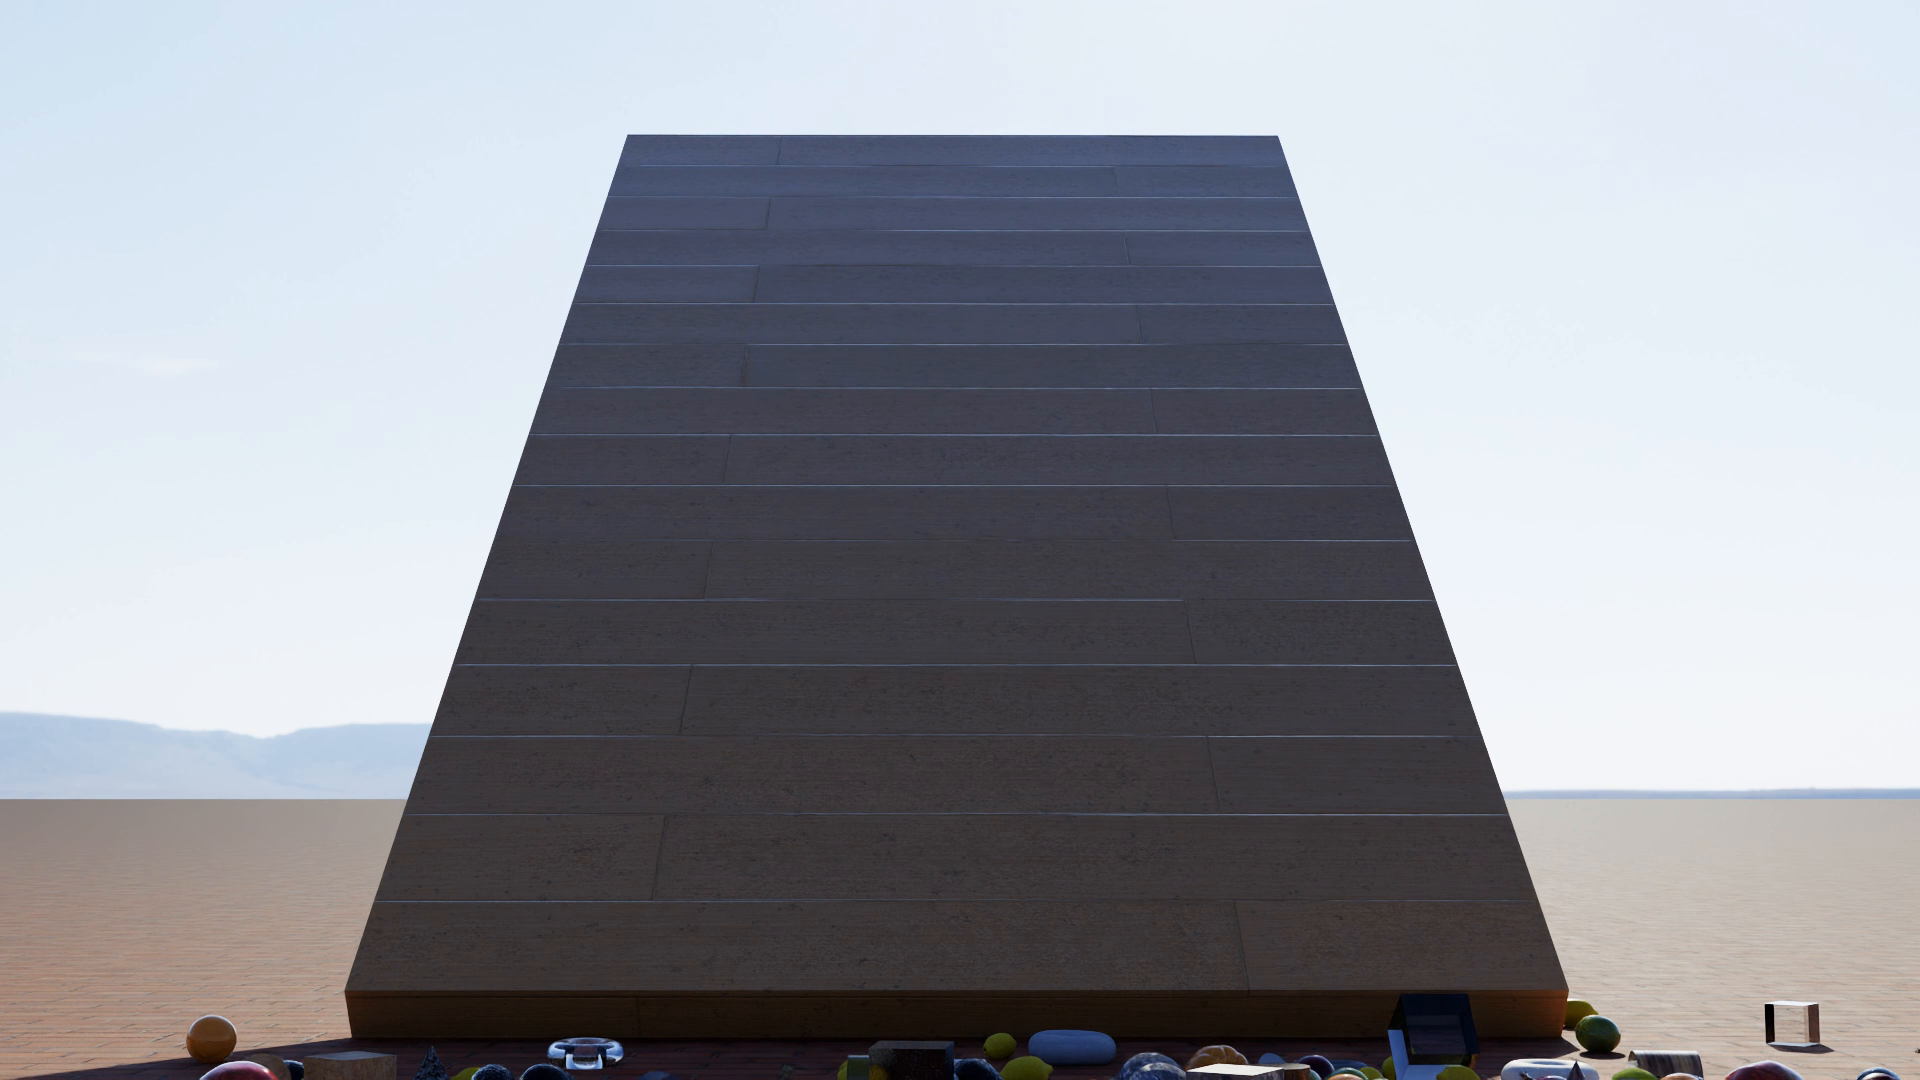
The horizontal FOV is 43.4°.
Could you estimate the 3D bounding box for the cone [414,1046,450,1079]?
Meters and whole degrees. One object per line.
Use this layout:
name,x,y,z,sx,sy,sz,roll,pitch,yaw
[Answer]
cone,-0.712,0.712,3.247,0.065,0.065,0.065,0,-6,0

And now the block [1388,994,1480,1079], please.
block,0.645,0.683,3.284,0.093,0.093,0.093,0,-42,-5

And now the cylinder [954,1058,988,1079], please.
cylinder,0.005,0.707,3.157,0.055,0.055,0.055,1,-6,-10

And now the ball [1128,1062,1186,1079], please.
ball,0.233,0.653,2.804,0.089,0.089,0.089,0,-6,0

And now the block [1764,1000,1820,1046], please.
block,1.342,0.779,3.887,0.064,0.064,0.064,-5,-8,40

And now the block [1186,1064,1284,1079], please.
block,0.317,0.653,2.776,0.084,0.084,0.084,-4,-7,31

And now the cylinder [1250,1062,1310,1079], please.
cylinder,0.388,0.673,2.916,0.073,0.073,0.073,0,-6,0

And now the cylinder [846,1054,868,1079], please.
cylinder,-0.113,0.700,3.125,0.064,0.064,0.064,0,-6,2

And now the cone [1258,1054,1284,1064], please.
cone,0.397,0.724,3.194,0.066,0.066,0.066,5,-35,-42

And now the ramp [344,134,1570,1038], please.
ramp,-0.013,-0.212,5.699,2.000,0.100,4.000,0,30,0

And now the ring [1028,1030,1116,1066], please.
ring,0.168,0.761,3.611,0.132,0.044,0.132,1,-5,0

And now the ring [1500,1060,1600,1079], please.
ring,0.790,0.722,3.230,0.129,0.043,0.129,1,-7,0

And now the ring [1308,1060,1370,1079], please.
ring,0.521,0.738,3.337,0.094,0.031,0.094,-1,-7,0

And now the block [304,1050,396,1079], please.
block,-0.752,0.676,2.972,0.079,0.079,0.079,-5,-8,39

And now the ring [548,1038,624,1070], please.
ring,-0.553,0.759,3.564,0.113,0.038,0.113,1,-5,0

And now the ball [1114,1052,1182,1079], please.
ball,0.230,0.663,2.905,0.090,0.090,0.090,0,-6,0

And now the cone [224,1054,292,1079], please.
cone,-0.857,0.698,2.995,0.091,0.091,0.091,-1,-33,9

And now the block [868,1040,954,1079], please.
block,-0.059,0.667,2.961,0.093,0.093,0.093,-1,-6,6

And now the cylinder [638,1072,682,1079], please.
cylinder,-0.366,0.684,2.955,0.059,0.059,0.059,3,-7,-26

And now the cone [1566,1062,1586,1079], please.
cone,0.735,0.662,2.871,0.085,0.085,0.085,0,-6,0
